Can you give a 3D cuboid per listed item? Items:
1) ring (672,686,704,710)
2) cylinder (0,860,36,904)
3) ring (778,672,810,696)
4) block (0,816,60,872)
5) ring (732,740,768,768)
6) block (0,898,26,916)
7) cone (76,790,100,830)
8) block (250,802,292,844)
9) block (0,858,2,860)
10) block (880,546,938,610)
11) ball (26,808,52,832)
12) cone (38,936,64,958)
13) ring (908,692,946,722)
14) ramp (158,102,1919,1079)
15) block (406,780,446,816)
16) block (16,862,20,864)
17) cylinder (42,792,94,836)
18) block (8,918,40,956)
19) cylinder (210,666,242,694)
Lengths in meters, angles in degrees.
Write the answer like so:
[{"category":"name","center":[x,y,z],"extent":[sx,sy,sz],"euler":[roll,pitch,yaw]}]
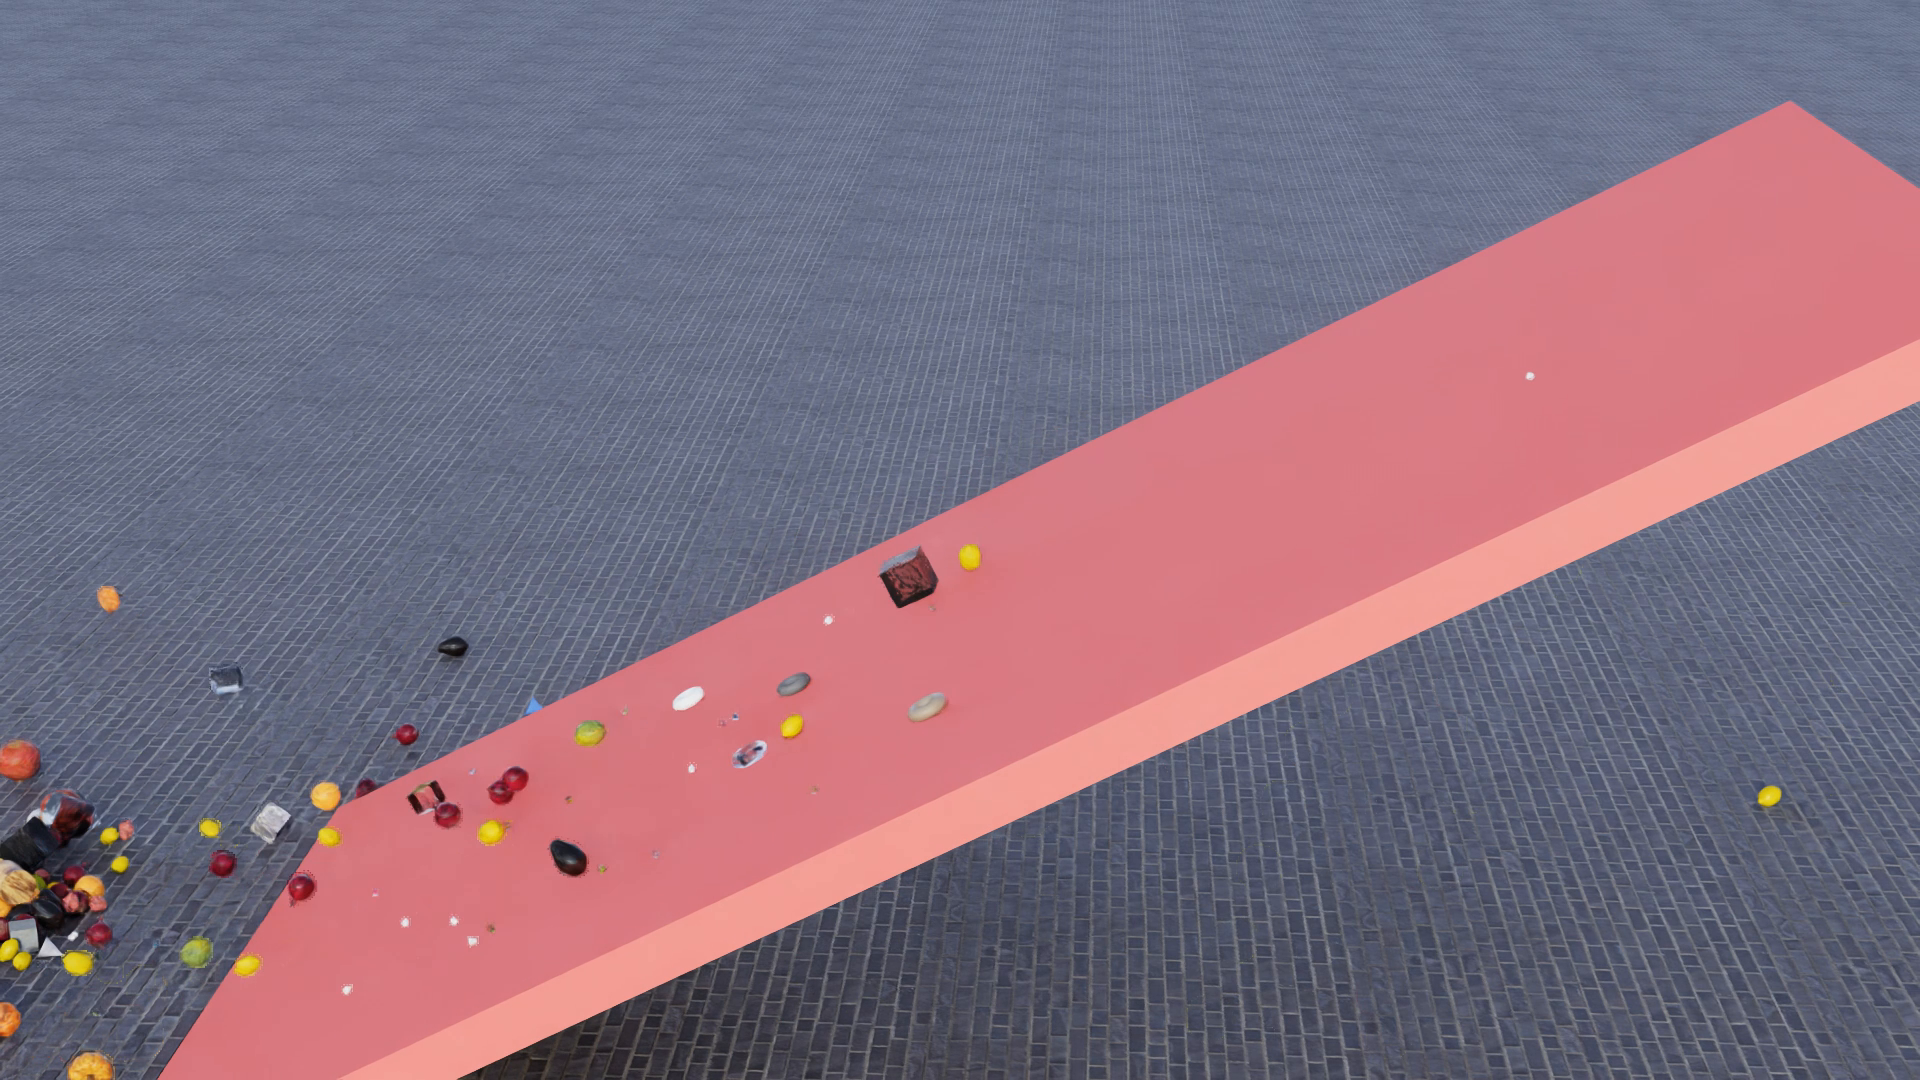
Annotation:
[{"category":"ring","center":[-0.627,0.366,6.792],"extent":[0.081,0.027,0.081],"euler":[-28,14,7]},{"category":"cylinder","center":[-2.291,0.826,7.100],"extent":[0.087,0.087,0.087],"euler":[-14,22,-39]},{"category":"ring","center":[-0.365,0.318,6.460],"extent":[0.078,0.026,0.078],"euler":[-26,15,7]},{"category":"block","center":[-2.341,0.771,7.383],"extent":[0.096,0.096,0.096],"euler":[-37,9,10]},{"category":"ring","center":[-0.439,0.447,6.132],"extent":[0.083,0.028,0.083],"euler":[-28,13,7]},{"category":"block","center":[-2.347,0.859,7.183],"extent":[0.088,0.088,0.088],"euler":[-14,22,-39]},{"category":"cone","center":[-2.301,0.699,7.694],"extent":[0.096,0.096,0.096],"euler":[0,17,0]},{"category":"block","center":[-1.776,0.728,7.575],"extent":[0.065,0.065,0.065],"euler":[35,45,-3]},{"category":"block","center":[-2.429,0.822,7.356],"extent":[0.058,0.058,0.058],"euler":[5,18,16]},{"category":"block","center":[-0.115,0.084,6.673],"extent":[0.092,0.092,0.092],"euler":[-25,14,14]},{"category":"ball","center":[-2.384,0.732,7.625],"extent":[0.072,0.072,0.072],"euler":[0,17,0]},{"category":"cone","center":[-2.138,0.969,6.932],"extent":[0.054,0.054,0.054],"euler":[24,13,-12]},{"category":"ring","center":[-0.064,0.331,5.820],"extent":[0.084,0.028,0.084],"euler":[-28,13,7]},{"category":"ramp","center":[0.140,0.167,6.281],"extent":[4.000,0.100,2.000],"euler":[-26,14,10]},{"category":"block","center":[-1.286,0.622,7.094],"extent":[0.056,0.056,0.056],"euler":[-20,16,32]},{"category":"block","center":[-2.355,0.843,7.275],"extent":[0.066,0.066,0.066],"euler":[-5,18,-17]},{"category":"cylinder","center":[-2.251,0.693,7.422],"extent":[0.091,0.091,0.091],"euler":[26,-2,-38]},{"category":"block","center":[-2.219,0.939,6.969],"extent":[0.060,0.060,0.060],"euler":[-7,18,-21]},{"category":"cylinder","center":[-2.159,0.412,8.654],"extent":[0.077,0.077,0.077],"euler":[-9,19,-28]}]
